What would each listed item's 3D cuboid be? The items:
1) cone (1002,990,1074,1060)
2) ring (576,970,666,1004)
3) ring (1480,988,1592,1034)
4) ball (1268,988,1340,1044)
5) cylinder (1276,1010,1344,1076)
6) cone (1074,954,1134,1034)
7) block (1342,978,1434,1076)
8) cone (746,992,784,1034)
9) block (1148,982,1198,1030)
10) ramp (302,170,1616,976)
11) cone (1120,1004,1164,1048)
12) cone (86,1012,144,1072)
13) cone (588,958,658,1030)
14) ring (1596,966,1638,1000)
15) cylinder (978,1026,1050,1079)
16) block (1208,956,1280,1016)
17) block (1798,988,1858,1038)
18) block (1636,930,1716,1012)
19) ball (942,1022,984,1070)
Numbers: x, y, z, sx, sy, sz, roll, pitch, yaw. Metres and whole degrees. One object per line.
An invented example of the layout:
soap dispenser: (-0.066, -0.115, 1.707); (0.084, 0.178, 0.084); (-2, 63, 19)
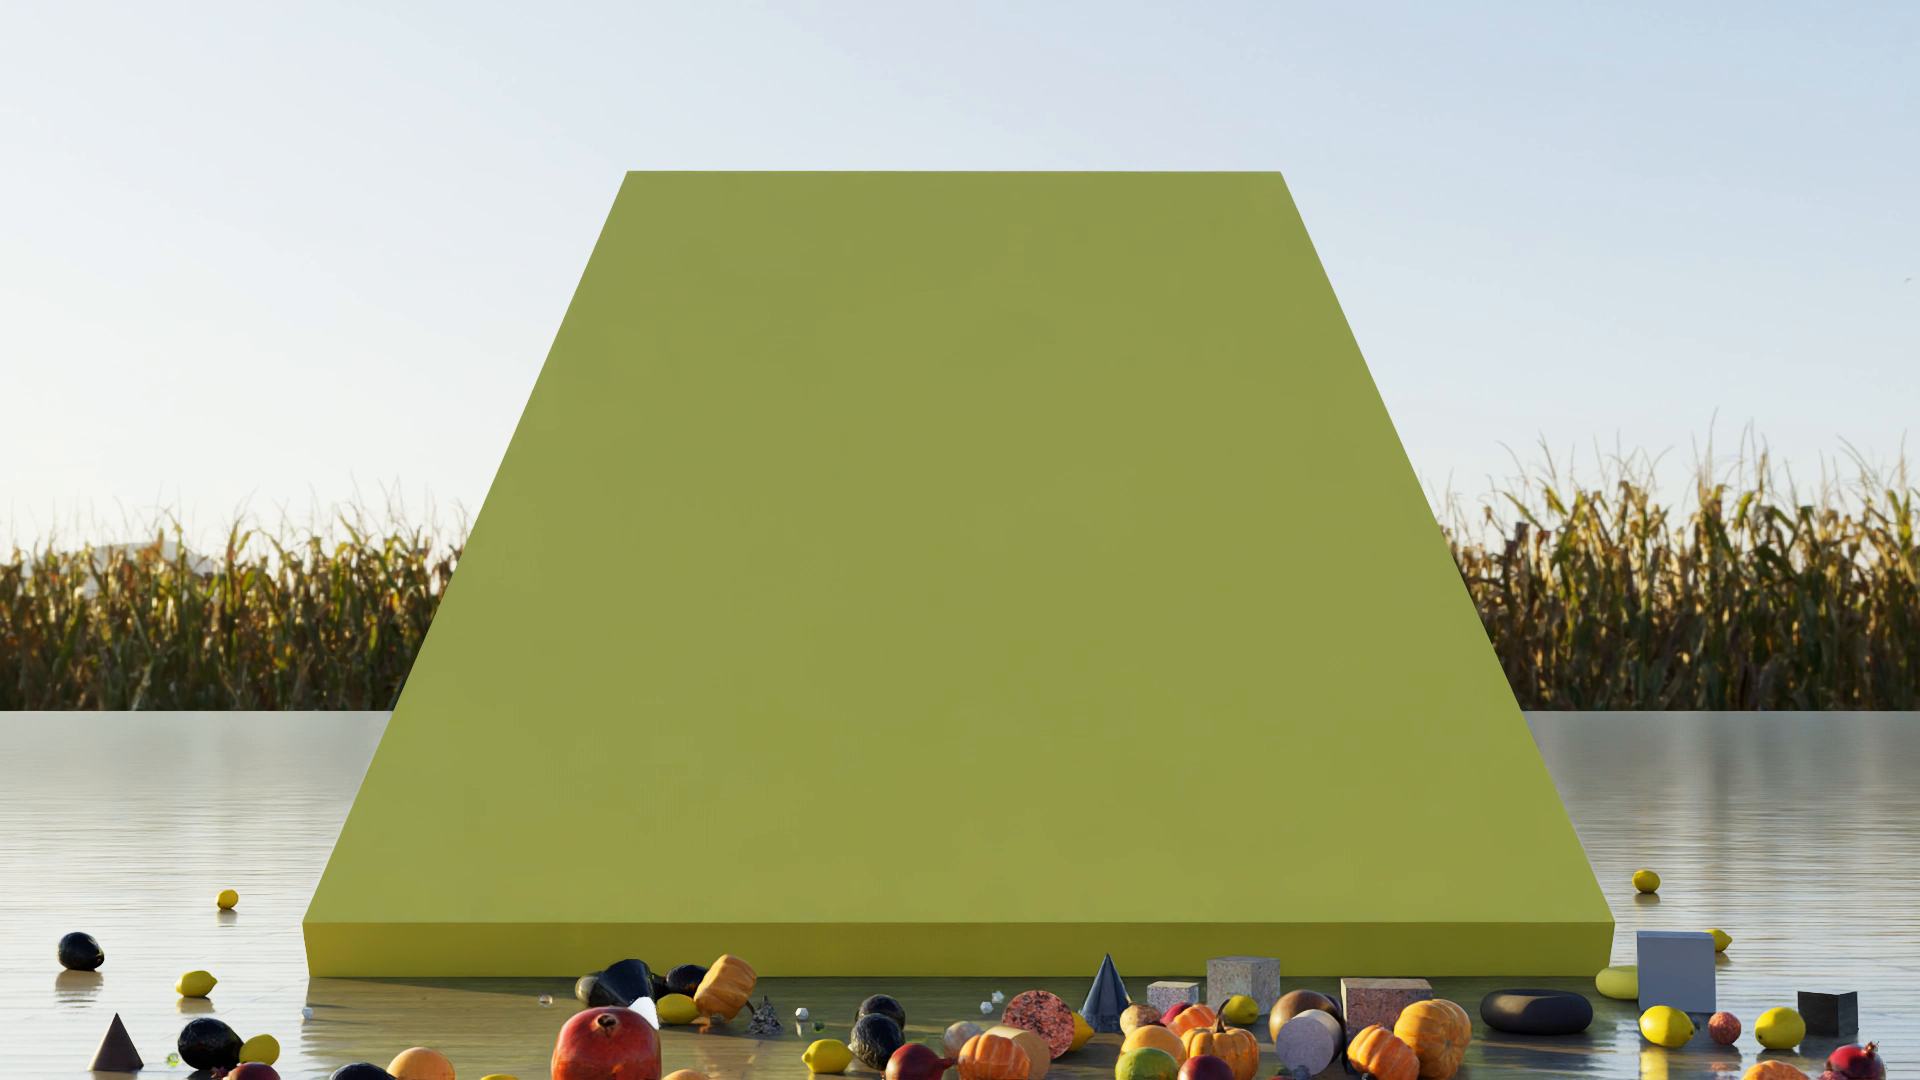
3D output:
cone: (0.087, 0.597, 2.814); (0.087, 0.087, 0.087); (1, -31, -8)
ring: (-0.476, 0.629, 3.287); (0.125, 0.042, 0.125); (1, -3, 0)
ring: (0.744, 0.608, 3.029); (0.142, 0.047, 0.142); (0, -5, 0)
ball: (0.405, 0.570, 2.759); (0.084, 0.084, 0.084); (0, -4, 0)
cylinder: (0.400, 0.574, 2.681); (0.066, 0.066, 0.066); (-1, -4, 19)
cone: (0.192, 0.583, 3.044); (0.098, 0.098, 0.098); (0, -4, 0)
block: (0.491, 0.560, 2.701); (0.097, 0.097, 0.097); (0, -4, 6)
cone: (-0.250, 0.605, 3.009); (0.050, 0.050, 0.050); (0, -4, 0)
block: (0.277, 0.605, 3.049); (0.055, 0.055, 0.055); (-1, -4, 19)
ramp: (-0.009, -0.229, 5.401); (2.000, 0.100, 4.000); (0, 25, 0)
cone: (0.221, 0.608, 2.876); (0.056, 0.056, 0.056); (-1, 23, 11)
cone: (-0.977, 0.577, 2.716); (0.064, 0.064, 0.064); (0, -4, 0)
cone: (-0.418, 0.612, 3.058); (0.095, 0.095, 0.095); (4, 21, -43)
ring: (0.975, 0.635, 3.368); (0.121, 0.040, 0.121); (-1, -4, 0)
cylinder: (0.059, 0.571, 2.597); (0.060, 0.060, 0.060); (2, -4, -27)
block: (0.387, 0.608, 3.202); (0.071, 0.071, 0.071); (-3, -5, 40)
block: (1.106, 0.602, 2.989); (0.054, 0.054, 0.054); (4, -6, -44)
block: (0.992, 0.597, 3.253); (0.100, 0.100, 0.100); (-1, -4, 15)
ball: (0.005, 0.581, 2.696); (0.054, 0.054, 0.054); (0, -4, 0)
